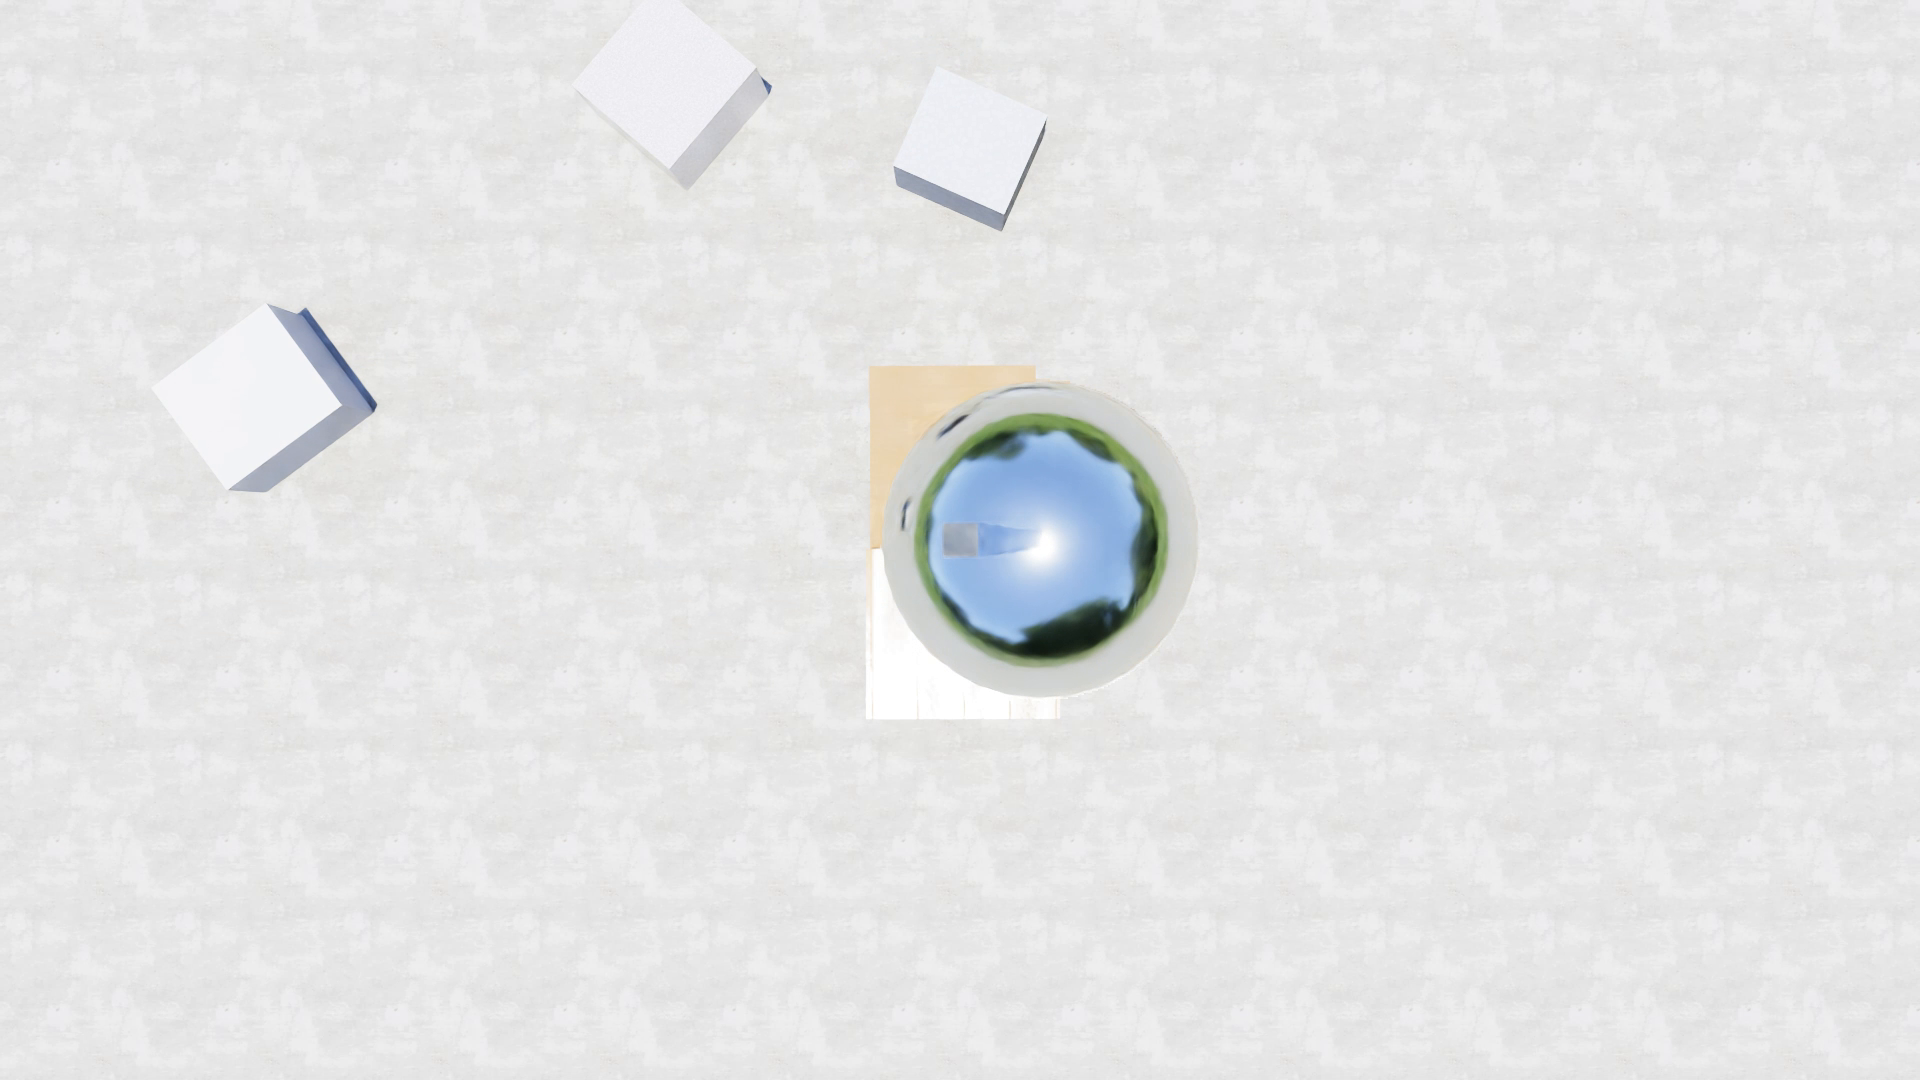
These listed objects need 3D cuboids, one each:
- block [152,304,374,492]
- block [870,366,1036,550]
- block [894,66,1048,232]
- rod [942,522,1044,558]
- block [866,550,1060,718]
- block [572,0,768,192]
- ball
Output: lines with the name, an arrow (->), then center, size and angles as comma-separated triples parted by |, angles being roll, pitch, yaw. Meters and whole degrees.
block -> -3.994, -0.803, 12.653 | 0.799, 0.694, 0.713 | -36, 90, 0
block -> -0.040, -0.457, 12.559 | 0.918, 0.883, 1.010 | 0, 90, 0
block -> 0.058, -2.234, 12.645 | 0.679, 0.711, 0.607 | 24, 90, 0
rod -> 0.174, 0.000, 7.697 | 0.080, 5.200, 0.080 | 0, 90, 4
block -> 0.017, 0.511, 12.470 | 1.052, 1.060, 0.917 | 0, 90, 0
block -> -1.643, -2.574, 12.599 | 0.716, 0.801, 0.745 | 41, 90, 0
ball -> 0.402, 0.000, 11.089 | 1.600, 1.600, 1.600 | 0, 90, 0
